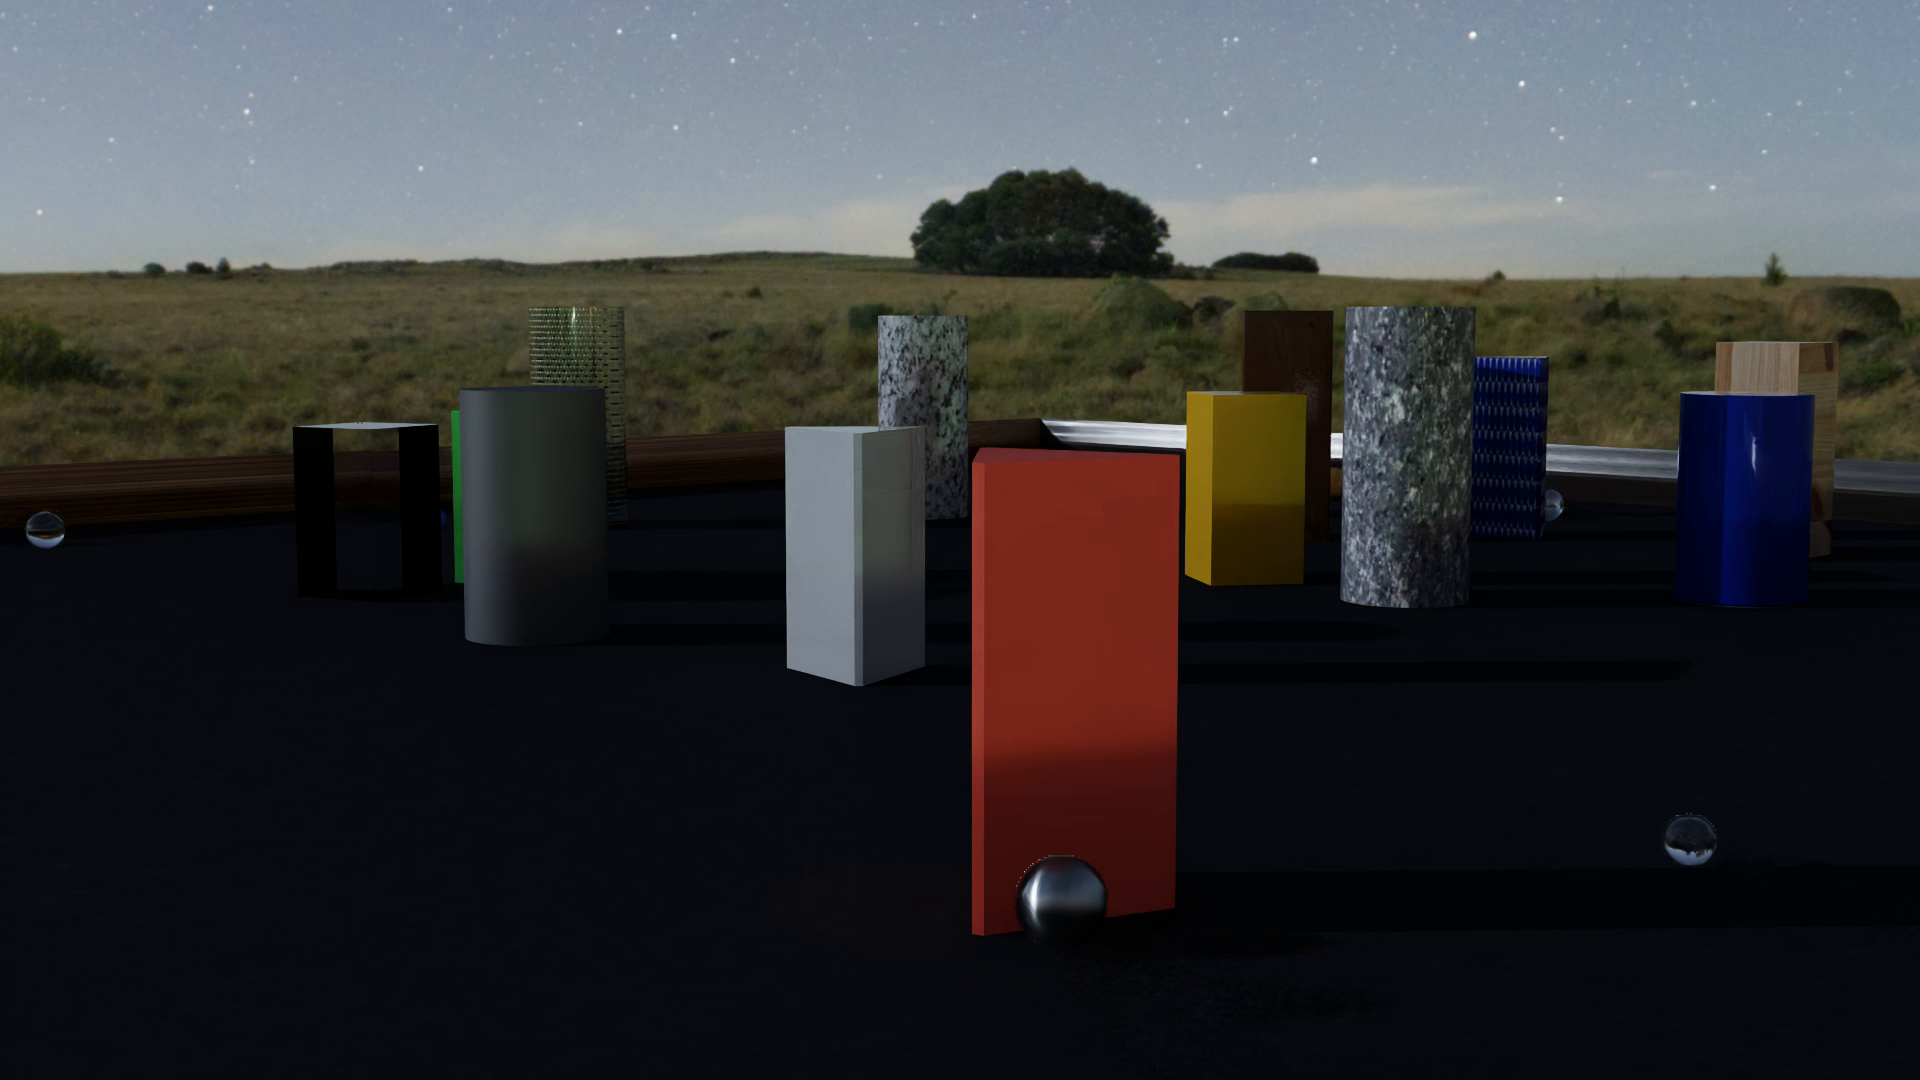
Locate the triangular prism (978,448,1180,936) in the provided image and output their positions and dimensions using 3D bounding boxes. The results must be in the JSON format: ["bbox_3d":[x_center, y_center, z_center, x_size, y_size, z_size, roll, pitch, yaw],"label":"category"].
[{"bbox_3d":[0.053,0.103,1.656,0.169,0.338,0.146,-3,7,-27],"label":"triangular prism"}]

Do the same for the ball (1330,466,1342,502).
[{"bbox_3d":[0.863,-0.130,5.113,0.081,0.081,0.081,0,6,0],"label":"ball"}]

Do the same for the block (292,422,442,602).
[{"bbox_3d":[-0.927,-0.047,3.447,0.156,0.264,0.156,3,7,26],"label":"block"}]

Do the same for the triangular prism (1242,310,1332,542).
[{"bbox_3d":[0.635,-0.225,4.290,0.169,0.443,0.146,1,6,8],"label":"triangular prism"}]

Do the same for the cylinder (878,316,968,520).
[{"bbox_3d":[-0.079,-0.268,4.749,0.195,0.431,0.195,0,6,0],"label":"cylinder"}]

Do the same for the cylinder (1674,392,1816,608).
[{"bbox_3d":[1.202,-0.066,3.373,0.195,0.317,0.195,0,6,0],"label":"cylinder"}]

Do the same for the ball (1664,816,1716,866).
[{"bbox_3d":[0.586,0.242,1.763,0.040,0.040,0.040,0,6,0],"label":"ball"}]

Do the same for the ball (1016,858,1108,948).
[{"bbox_3d":[0.071,0.254,1.539,0.063,0.063,0.063,0,6,0],"label":"ball"}]

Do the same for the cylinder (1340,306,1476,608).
[{"bbox_3d":[0.684,-0.132,3.366,0.195,0.449,0.195,0,6,0],"label":"cylinder"}]

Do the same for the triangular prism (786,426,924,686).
[{"bbox_3d":[-0.106,0.013,2.703,0.146,0.300,0.169,-4,7,-34],"label":"triangular prism"}]

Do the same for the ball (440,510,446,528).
[{"bbox_3d":[-1.061,-0.042,4.454,0.043,0.043,0.043,0,6,0],"label":"ball"}]

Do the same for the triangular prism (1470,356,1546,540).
[{"bbox_3d":[1.117,-0.187,4.356,0.146,0.352,0.169,-6,8,-42],"label":"triangular prism"}]

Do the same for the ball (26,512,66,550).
[{"bbox_3d":[-1.705,-0.018,4.100,0.069,0.069,0.069,0,6,0],"label":"ball"}]

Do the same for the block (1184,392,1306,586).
[{"bbox_3d":[0.469,-0.088,3.629,0.156,0.308,0.156,-1,6,-10],"label":"block"}]

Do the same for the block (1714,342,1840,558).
[{"bbox_3d":[1.478,-0.166,3.994,0.156,0.386,0.156,-6,8,-44],"label":"block"}]

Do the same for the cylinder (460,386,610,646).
[{"bbox_3d":[-0.580,-0.037,3.000,0.195,0.338,0.195,0,6,0],"label":"cylinder"}]

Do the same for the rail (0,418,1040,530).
[{"bbox_3d":[-1.438,-0.129,4.882,4.597,0.127,0.045,-5,8,-42],"label":"rail"}]

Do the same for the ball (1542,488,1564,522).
[{"bbox_3d":[1.236,-0.074,4.631,0.070,0.070,0.070,0,6,0],"label":"ball"}]

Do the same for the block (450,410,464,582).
[{"bbox_3d":[-0.731,-0.076,3.640,0.156,0.281,0.156,2,6,14],"label":"block"}]

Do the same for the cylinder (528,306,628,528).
[{"bbox_3d":[-0.789,-0.256,4.548,0.195,0.450,0.195,0,6,0],"label":"cylinder"}]

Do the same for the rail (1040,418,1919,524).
[{"bbox_3d":[1.672,-0.128,4.866,0.045,0.127,4.288,-5,8,-42],"label":"rail"}]
